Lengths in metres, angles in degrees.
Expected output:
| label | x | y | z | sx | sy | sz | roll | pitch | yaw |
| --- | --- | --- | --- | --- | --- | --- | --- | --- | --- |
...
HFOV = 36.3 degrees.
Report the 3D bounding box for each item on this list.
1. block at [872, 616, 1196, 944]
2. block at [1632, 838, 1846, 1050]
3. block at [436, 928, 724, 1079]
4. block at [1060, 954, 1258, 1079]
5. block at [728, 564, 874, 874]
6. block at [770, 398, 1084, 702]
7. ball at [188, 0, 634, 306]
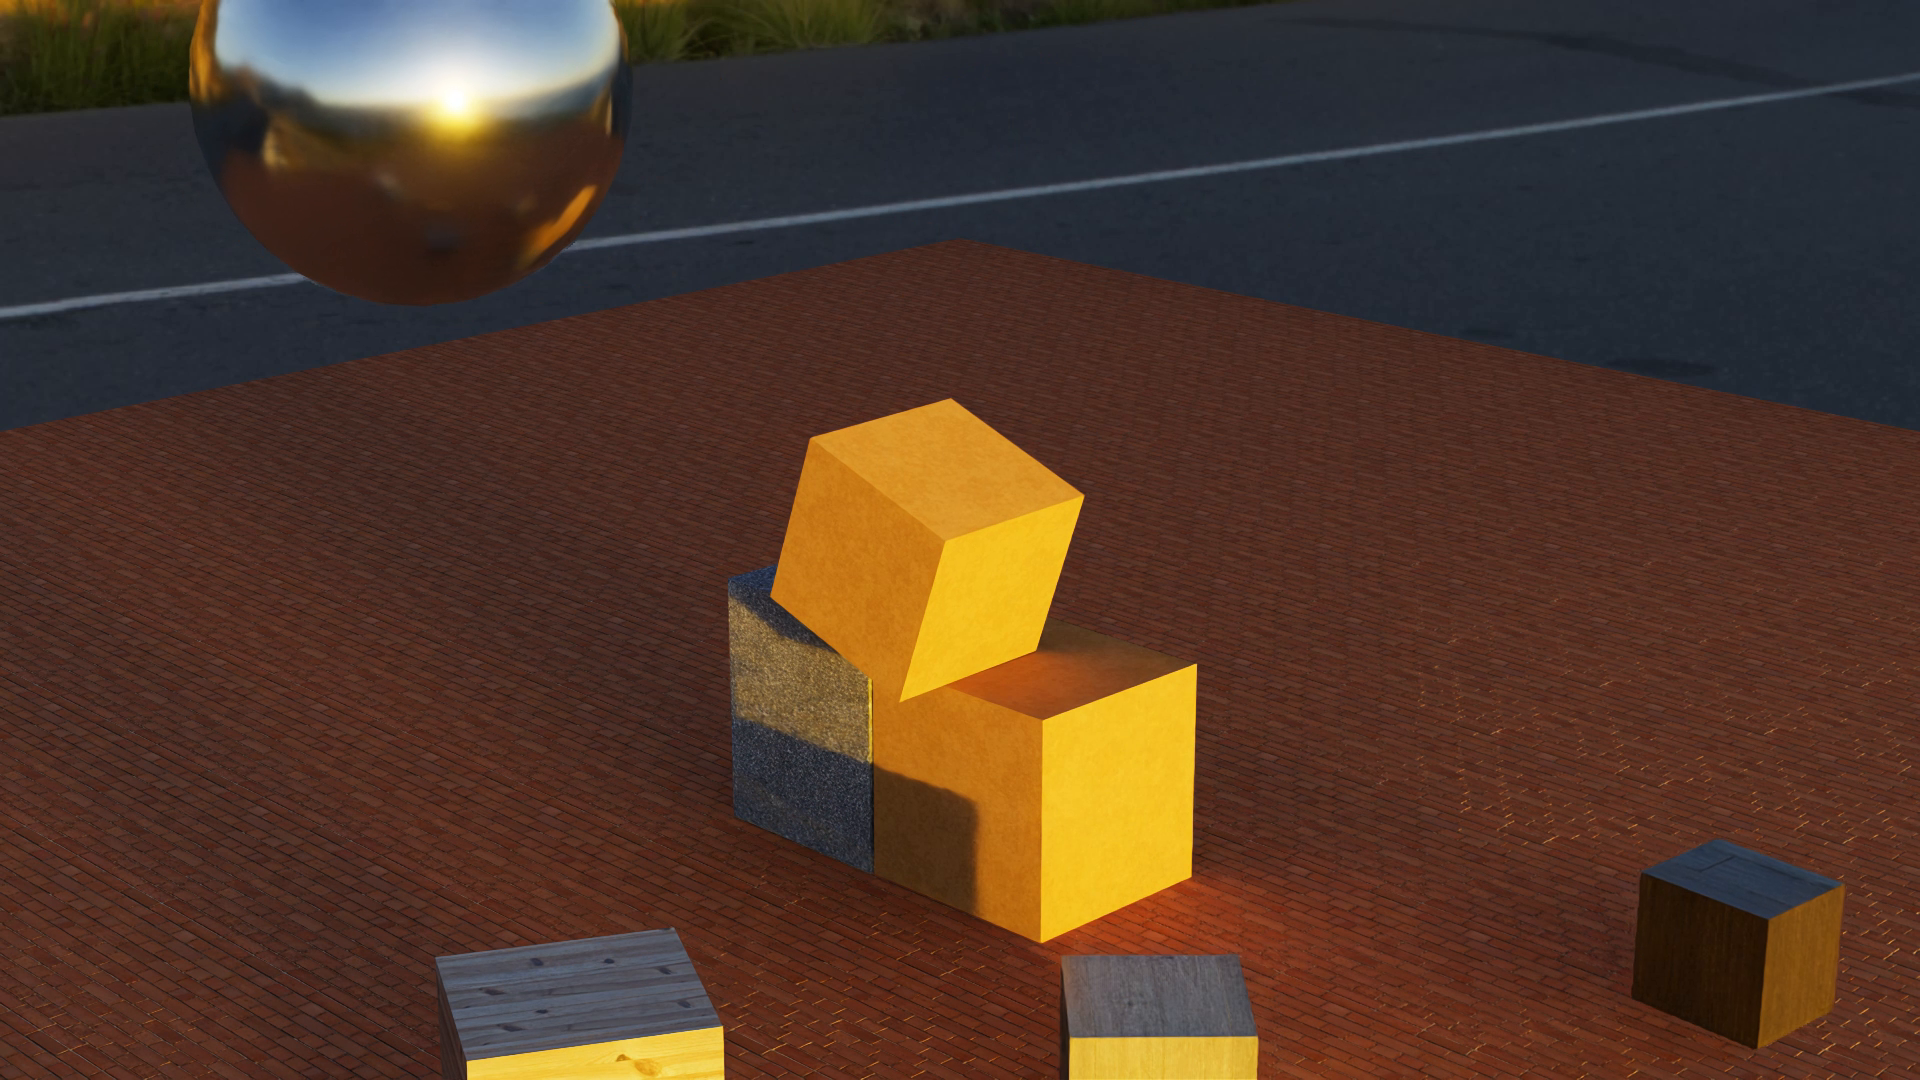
| label | x | y | z | sx | sy | sz | roll | pitch | yaw |
| --- | --- | --- | --- | --- | --- | --- | --- | --- | --- |
| block | 0.334 | 1.043 | 13.296 | 1.001 | 1.037 | 1.053 | -17 | 24 | -42 |
| block | 3.209 | 1.659 | 12.107 | 0.534 | 0.575 | 0.618 | -15 | 23 | -39 |
| block | -1.359 | 2.010 | 10.497 | 0.880 | 0.871 | 0.839 | -5 | 18 | -16 |
| block | 0.734 | 1.984 | 11.034 | 0.683 | 0.599 | 0.689 | 0 | 17 | -1 |
| block | -0.390 | 0.749 | 13.951 | 1.015 | 1.205 | 0.964 | -17 | 24 | -42 |
| block | -0.152 | 0.030 | 12.972 | 0.877 | 0.844 | 0.860 | -18 | 45 | -43 |
| ball | -1.998 | -1.657 | 10.727 | 1.600 | 1.600 | 1.600 | 0 | 17 | 0 |
